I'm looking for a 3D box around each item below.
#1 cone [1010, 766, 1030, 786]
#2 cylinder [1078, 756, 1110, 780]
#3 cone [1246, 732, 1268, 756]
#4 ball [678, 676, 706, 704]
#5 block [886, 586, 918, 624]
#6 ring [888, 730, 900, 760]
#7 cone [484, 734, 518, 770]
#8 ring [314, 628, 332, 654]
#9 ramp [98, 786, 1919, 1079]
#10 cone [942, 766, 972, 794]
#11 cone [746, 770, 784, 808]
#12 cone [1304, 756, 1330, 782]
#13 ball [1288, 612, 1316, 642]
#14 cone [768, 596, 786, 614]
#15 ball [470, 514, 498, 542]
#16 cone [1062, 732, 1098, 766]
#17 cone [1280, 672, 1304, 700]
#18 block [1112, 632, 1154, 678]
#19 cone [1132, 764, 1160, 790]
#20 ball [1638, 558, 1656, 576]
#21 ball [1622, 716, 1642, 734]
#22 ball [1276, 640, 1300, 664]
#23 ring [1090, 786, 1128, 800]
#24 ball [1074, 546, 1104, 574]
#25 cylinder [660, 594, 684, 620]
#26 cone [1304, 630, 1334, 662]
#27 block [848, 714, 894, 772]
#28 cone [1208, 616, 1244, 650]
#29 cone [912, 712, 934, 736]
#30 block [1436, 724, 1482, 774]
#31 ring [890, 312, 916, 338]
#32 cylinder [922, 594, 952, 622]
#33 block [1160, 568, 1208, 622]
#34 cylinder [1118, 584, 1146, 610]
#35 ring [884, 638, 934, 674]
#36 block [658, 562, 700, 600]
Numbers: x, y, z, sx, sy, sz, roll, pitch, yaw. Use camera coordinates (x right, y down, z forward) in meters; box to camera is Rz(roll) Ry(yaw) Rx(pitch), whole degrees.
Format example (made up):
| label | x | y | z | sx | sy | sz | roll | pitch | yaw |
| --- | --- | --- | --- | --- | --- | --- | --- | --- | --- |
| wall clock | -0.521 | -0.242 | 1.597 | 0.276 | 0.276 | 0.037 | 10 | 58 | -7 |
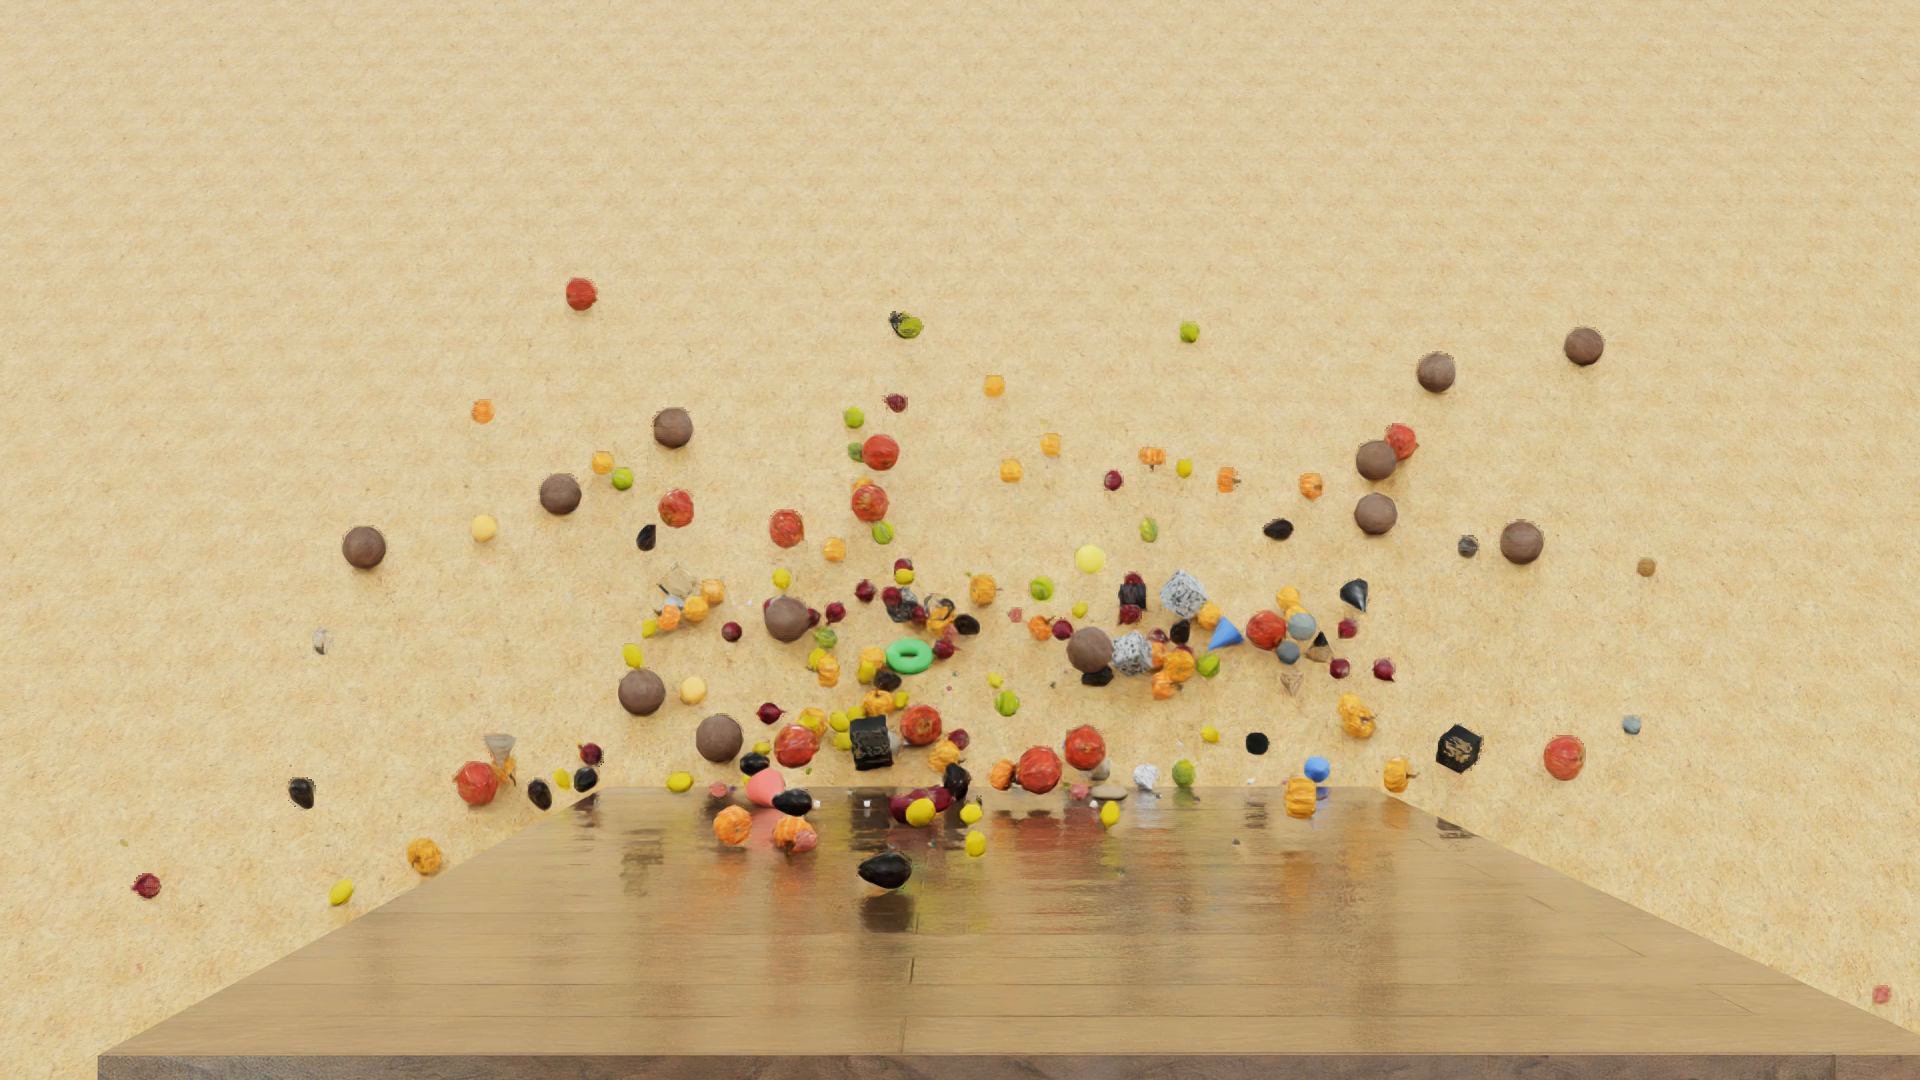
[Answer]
| label | x | y | z | sx | sy | sz | roll | pitch | yaw |
| --- | --- | --- | --- | --- | --- | --- | --- | --- | --- |
| cone | 0.159 | 0.621 | 6.874 | 0.056 | 0.056 | 0.056 | 0 | -2 | 0 |
| cylinder | 0.359 | 0.609 | 6.908 | 0.060 | 0.060 | 0.060 | 9 | 22 | -42 |
| cone | 0.811 | 0.547 | 7.049 | 0.065 | 0.065 | 0.065 | 9 | 8 | 13 |
| ball | -0.742 | 0.416 | 7.203 | 0.077 | 0.077 | 0.077 | 0 | 34 | 0 |
| block | -0.169 | 0.189 | 7.550 | 0.069 | 0.069 | 0.069 | -14 | 36 | -20 |
| ring | -0.221 | 0.558 | 7.019 | 0.124 | 0.041 | 0.124 | -4 | 35 | 3 |
| cone | -1.213 | 0.565 | 6.849 | 0.089 | 0.089 | 0.089 | 1 | 75 | 1 |
| ring | -1.816 | 0.289 | 7.391 | 0.026 | 0.078 | 0.078 | 8 | 34 | 12 |
| ramp | 0.075 | 0.649 | 4.780 | 2.000 | 0.100 | 4.000 | 0 | -1 | 0 |
| cone | -0.003 | 0.623 | 6.539 | 0.074 | 0.074 | 0.074 | -5 | 26 | -7 |
| cone | -0.443 | 0.608 | 6.120 | 0.098 | 0.098 | 0.098 | -13 | 30 | -18 |
| cone | 0.954 | 0.611 | 6.885 | 0.071 | 0.071 | 0.071 | -2 | 0 | -3 |
| ball | 0.940 | 0.238 | 7.129 | 0.080 | 0.080 | 0.080 | 0 | 34 | 0 |
| cone | -0.516 | 0.174 | 7.502 | 0.056 | 0.056 | 0.056 | 15 | 51 | -20 |
| ball | -1.446 | -0.036 | 7.877 | 0.081 | 0.081 | 0.081 | 0 | 34 | 0 |
| cone | 0.341 | 0.540 | 6.937 | 0.099 | 0.099 | 0.099 | 27 | 36 | -22 |
| cone | 0.928 | 0.415 | 7.245 | 0.072 | 0.072 | 0.072 | 1 | 60 | 2 |
| block | 0.484 | 0.321 | 7.291 | 0.083 | 0.083 | 0.083 | -21 | 50 | 26 |
| cone | 0.486 | 0.627 | 6.698 | 0.072 | 0.072 | 0.072 | -3 | 26 | -4 |
| ball | 2.045 | 0.081 | 7.723 | 0.056 | 0.056 | 0.056 | 0 | 34 | 0 |
| ball | 1.835 | 0.507 | 7.089 | 0.051 | 0.051 | 0.051 | 0 | 34 | 0 |
| ball | 0.932 | 0.320 | 7.355 | 0.068 | 0.068 | 0.068 | 0 | 34 | 0 |
| ring | 0.365 | 0.620 | 6.363 | 0.092 | 0.031 | 0.092 | 1 | 0 | 0 |
| ball | 0.371 | 0.056 | 7.439 | 0.083 | 0.083 | 0.083 | 0 | 34 | 0 |
| cylinder | -0.834 | 0.194 | 7.518 | 0.053 | 0.053 | 0.053 | 33 | 17 | -12 |
| cone | 1.026 | 0.290 | 7.385 | 0.085 | 0.085 | 0.085 | 0 | 34 | 0 |
| block | -0.238 | 0.543 | 6.935 | 0.099 | 0.099 | 0.099 | -10 | 50 | -1 |
| cone | 0.744 | 0.286 | 7.428 | 0.096 | 0.096 | 0.096 | -39 | 44 | -8 |
| cone | -0.101 | 0.494 | 7.102 | 0.059 | 0.059 | 0.059 | 0 | 34 | 0 |
| block | 1.325 | 0.556 | 6.894 | 0.080 | 0.080 | 0.080 | 28 | 43 | 33 |
| ring | -0.196 | -0.736 | 8.907 | 0.103 | 0.034 | 0.103 | 32 | 39 | -30 |
| cylinder | -0.064 | 0.189 | 7.290 | 0.073 | 0.073 | 0.073 | -6 | 3 | -9 |
| block | 0.649 | 0.160 | 7.529 | 0.093 | 0.093 | 0.093 | 32 | 20 | -18 |
| cylinder | 0.505 | 0.166 | 7.579 | 0.073 | 0.073 | 0.073 | -2 | 34 | -3 |
| ring | -0.146 | 0.330 | 7.360 | 0.140 | 0.047 | 0.140 | 1 | 34 | -1 |
| block | -0.821 | 0.127 | 7.578 | 0.082 | 0.082 | 0.082 | 43 | 2 | -5 |
